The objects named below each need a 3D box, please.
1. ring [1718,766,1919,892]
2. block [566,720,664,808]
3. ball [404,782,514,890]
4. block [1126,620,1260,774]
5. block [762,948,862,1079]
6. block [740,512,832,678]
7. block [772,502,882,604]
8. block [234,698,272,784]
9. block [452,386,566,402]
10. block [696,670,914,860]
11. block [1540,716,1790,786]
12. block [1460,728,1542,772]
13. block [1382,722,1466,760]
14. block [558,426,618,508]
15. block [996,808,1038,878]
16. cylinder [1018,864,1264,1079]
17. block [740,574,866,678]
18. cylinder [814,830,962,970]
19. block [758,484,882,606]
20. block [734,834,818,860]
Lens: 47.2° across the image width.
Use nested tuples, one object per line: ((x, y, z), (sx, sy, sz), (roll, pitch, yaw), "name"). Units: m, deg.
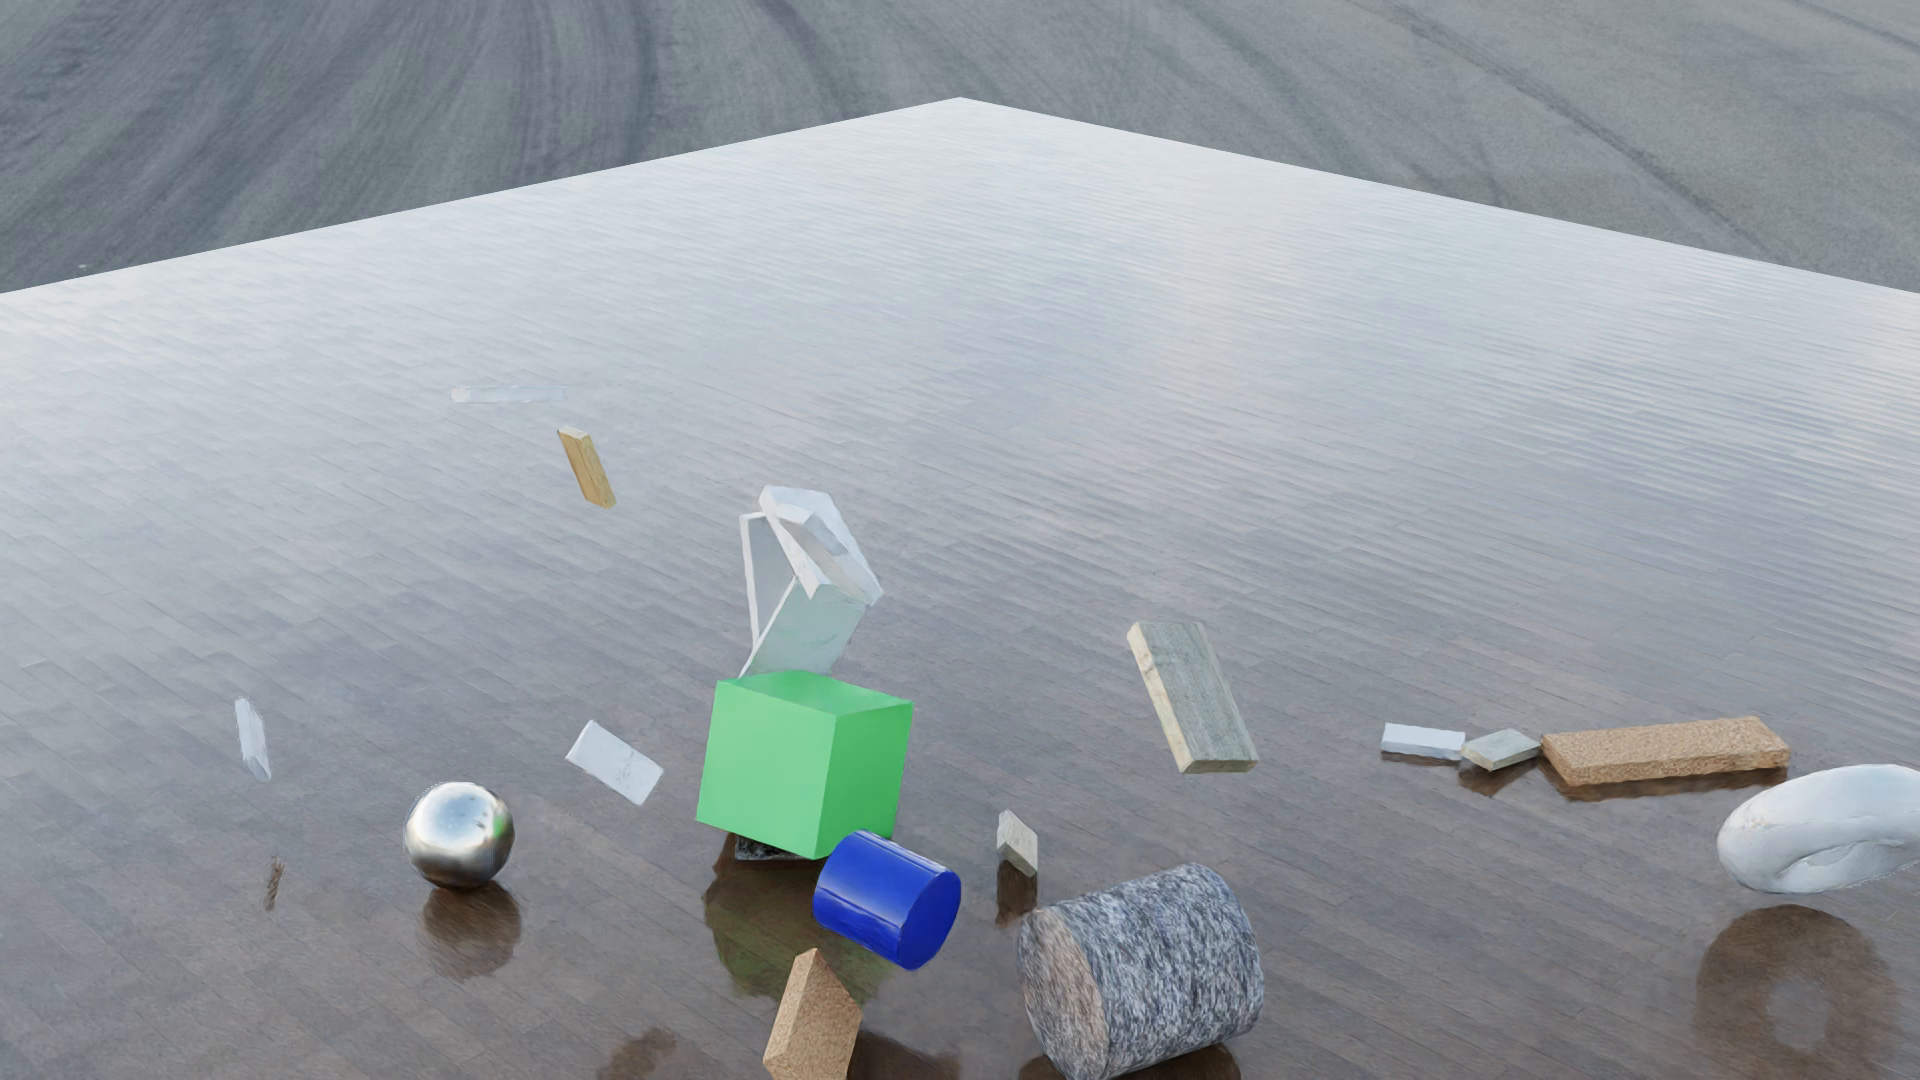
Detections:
((1.588, 0.530, 4.008), (0.405, 0.405, 0.135), (-4, 62, -9), "ring")
((-0.623, 0.405, 3.973), (0.081, 0.161, 0.023), (-58, 17, -17), "block")
((-0.950, 0.561, 4.176), (0.204, 0.204, 0.204), (0, 23, 0), "ball")
((0.417, 0.281, 3.954), (0.148, 0.042, 0.297), (3, 51, -31), "block")
((-0.240, 0.821, 3.636), (0.042, 0.148, 0.297), (-27, 17, 17), "block")
((-0.367, 0.177, 4.714), (0.153, 0.492, 0.043), (-11, 15, -25), "block")
((-0.247, 0.025, 4.116), (0.032, 0.225, 0.113), (-50, 32, -17), "block")
((-1.415, 0.400, 4.398), (0.023, 0.081, 0.161), (-22, 48, -5), "block")
((-0.726, -0.234, 3.539), (0.161, 0.023, 0.081), (-4, 4, -32), "block")
((-0.301, 0.431, 4.295), (0.279, 0.279, 0.279), (14, 8, 29), "block")
((1.493, 0.445, 4.657), (0.489, 0.042, 0.148), (-4, 23, -9), "block")
((1.144, 0.443, 4.654), (0.168, 0.024, 0.084), (-11, 29, -39), "block")
((0.993, 0.432, 4.712), (0.168, 0.024, 0.084), (6, 24, 15), "block")
((-0.721, -0.141, 4.255), (0.023, 0.161, 0.081), (-37, 36, -28), "block")
((0.112, 0.586, 4.254), (0.084, 0.024, 0.168), (43, 12, -9), "block")
((0.297, 0.722, 3.671), (0.299, 0.299, 0.299), (-12, 26, -25), "cylinder")
((-0.328, 0.215, 4.531), (0.153, 0.307, 0.043), (24, 33, -12), "block")
((-0.125, 0.617, 3.782), (0.183, 0.183, 0.183), (22, 31, 28), "cylinder")
((-0.289, 0.009, 4.518), (0.153, 0.043, 0.307), (7, 37, -37), "block")
((-0.359, 0.598, 4.322), (0.161, 0.023, 0.081), (-1, 23, -2), "block")
